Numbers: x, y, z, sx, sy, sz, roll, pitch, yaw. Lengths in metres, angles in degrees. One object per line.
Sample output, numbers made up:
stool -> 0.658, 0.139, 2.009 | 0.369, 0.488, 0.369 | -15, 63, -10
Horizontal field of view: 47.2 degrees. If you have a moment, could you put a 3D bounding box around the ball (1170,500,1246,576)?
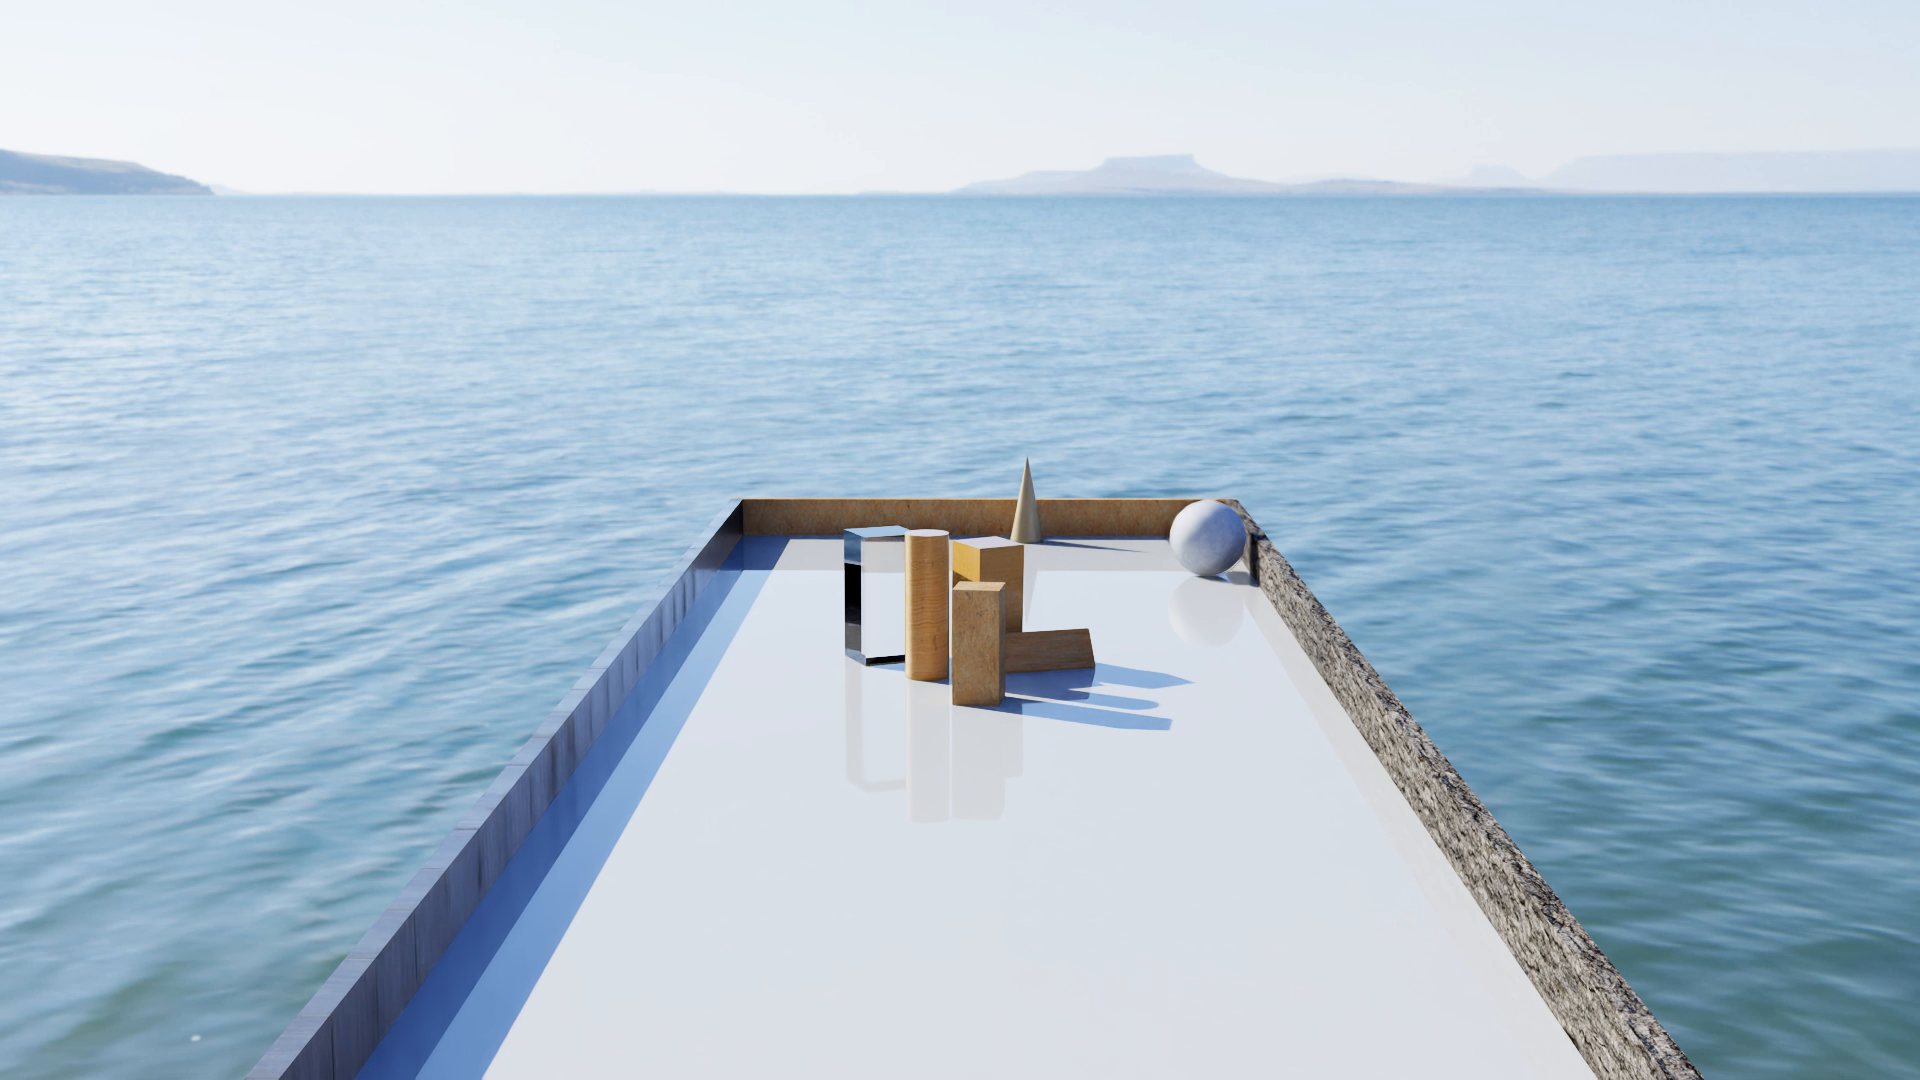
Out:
ball -> 0.920, -0.008, 8.165 | 0.281, 0.281, 0.281 | 0, 9, 0

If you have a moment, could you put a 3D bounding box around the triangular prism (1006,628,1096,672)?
triangular prism -> 0.221, 0.326, 6.589 | 0.349, 0.107, 0.124 | -3, 9, -17

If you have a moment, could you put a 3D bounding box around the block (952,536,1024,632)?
block -> 0.083, 0.184, 6.688 | 0.157, 0.359, 0.157 | -5, 12, -31

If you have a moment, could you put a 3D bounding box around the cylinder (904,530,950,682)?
cylinder -> -0.096, 0.190, 6.442 | 0.130, 0.428, 0.130 | 0, 9, 0

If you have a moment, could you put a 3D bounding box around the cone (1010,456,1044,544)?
cone -> 0.273, -0.172, 8.954 | 0.138, 0.357, 0.138 | 0, 9, 0

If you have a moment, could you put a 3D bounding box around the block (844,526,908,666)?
block -> -0.237, 0.168, 6.694 | 0.179, 0.393, 0.179 | -4, 10, -23

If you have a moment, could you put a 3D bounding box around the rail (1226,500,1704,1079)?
rail -> 1.046, 0.843, 3.208 | 0.050, 0.150, 12.000 | 0, 9, 1

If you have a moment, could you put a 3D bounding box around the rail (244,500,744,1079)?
rail -> -1.004, 0.839, 3.234 | 0.050, 0.150, 12.000 | 0, 9, 1

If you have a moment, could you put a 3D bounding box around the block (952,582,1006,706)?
block -> 0.053, 0.289, 6.142 | 0.131, 0.326, 0.131 | 1, 9, 9

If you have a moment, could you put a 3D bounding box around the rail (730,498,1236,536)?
rail -> 0.099, -0.098, 9.147 | 2.100, 0.150, 0.050 | 0, 9, 1
